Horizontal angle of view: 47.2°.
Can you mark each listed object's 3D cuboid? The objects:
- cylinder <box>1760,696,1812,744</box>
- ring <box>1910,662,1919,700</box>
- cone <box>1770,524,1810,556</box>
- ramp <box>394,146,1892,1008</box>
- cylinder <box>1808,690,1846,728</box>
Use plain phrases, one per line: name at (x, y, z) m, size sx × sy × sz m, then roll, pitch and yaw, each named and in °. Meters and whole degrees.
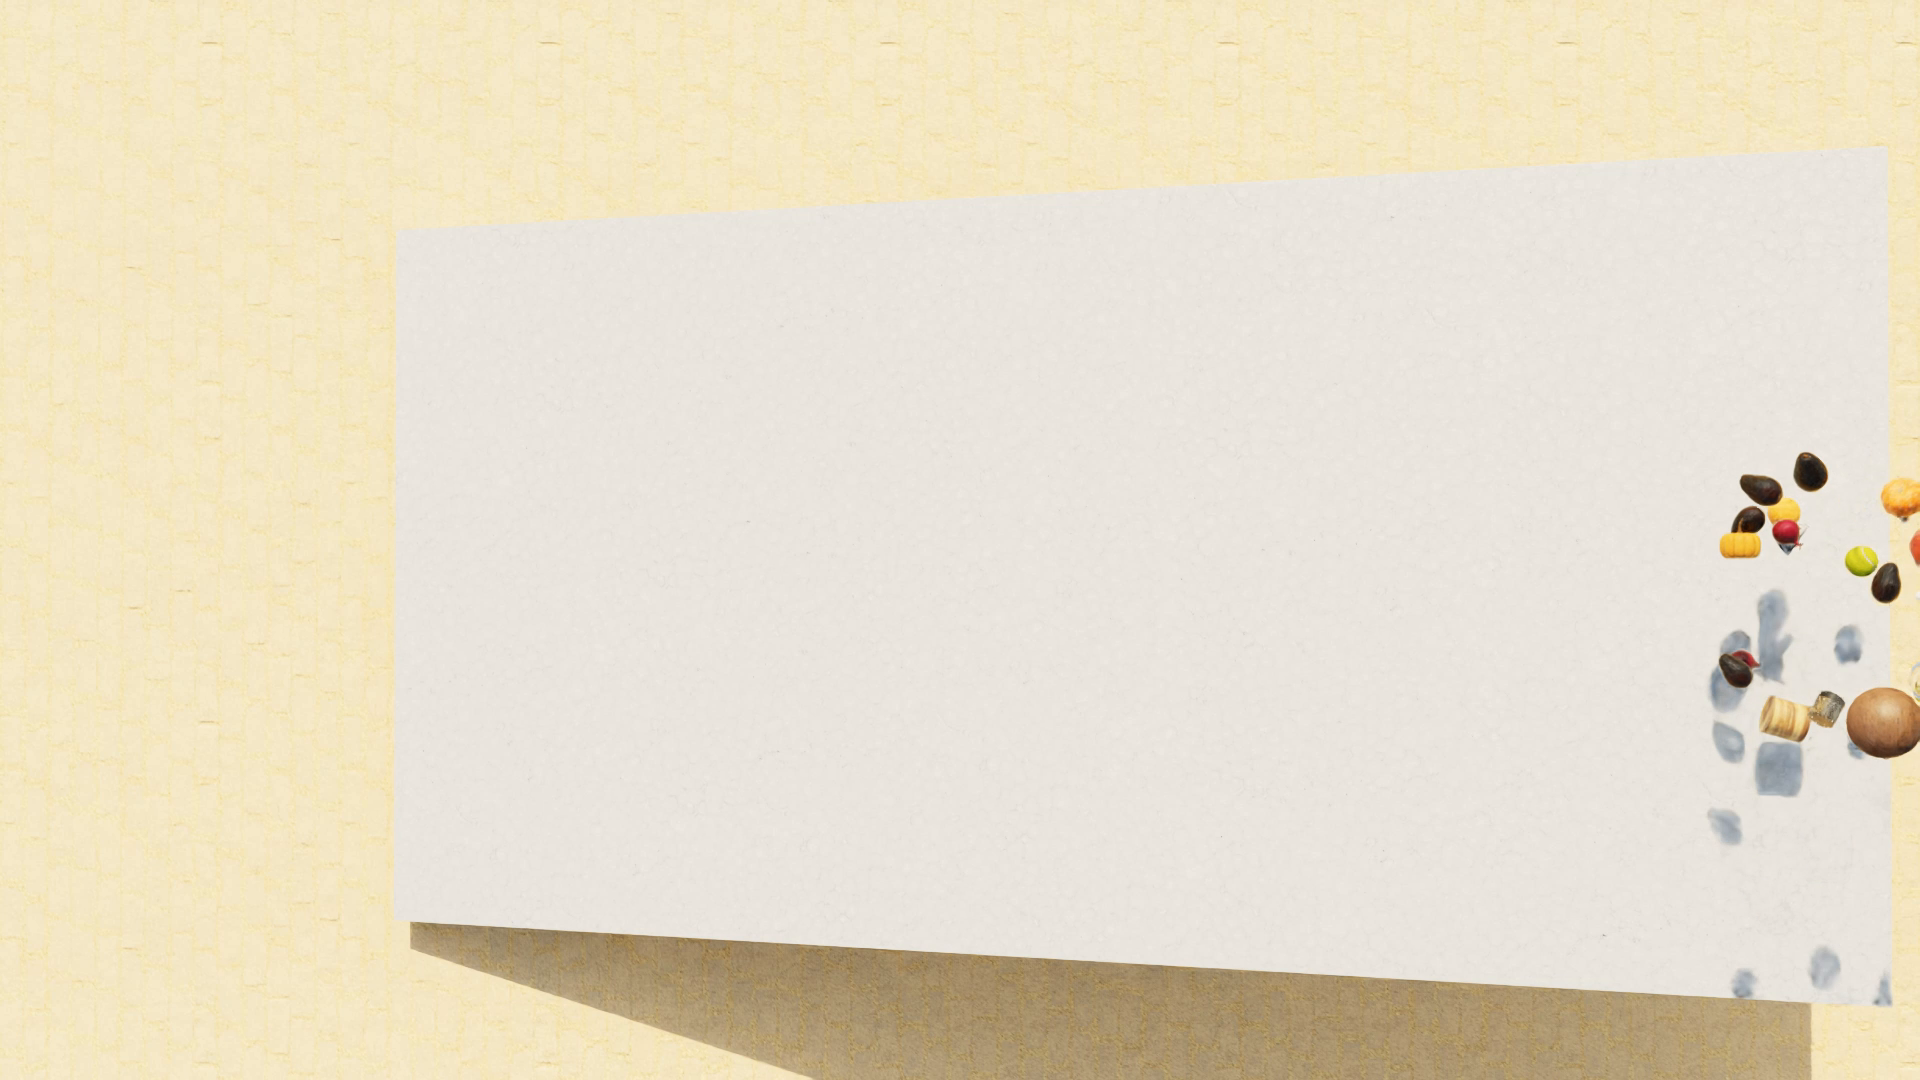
cylinder at (1.898, 0.412, 5.057) m, size 0.088 × 0.088 × 0.088 m, roll 16°, pitch 89°, yaw 5°
ring at (1.772, 0.258, 4.022) m, size 0.083 × 0.028 × 0.083 m, roll 3°, pitch 83°, yaw -25°
cone at (1.873, -0.017, 4.936) m, size 0.077 × 0.077 × 0.077 m, roll -30°, pitch 89°, yaw 29°
ramp at (0.277, 0.092, 5.786) m, size 4.000 × 0.100 × 2.000 m, roll 0°, pitch 89°, yaw 18°
cylinder at (1.726, 0.337, 4.379) m, size 0.053 × 0.053 × 0.053 m, roll 36°, pitch 73°, yaw 0°
